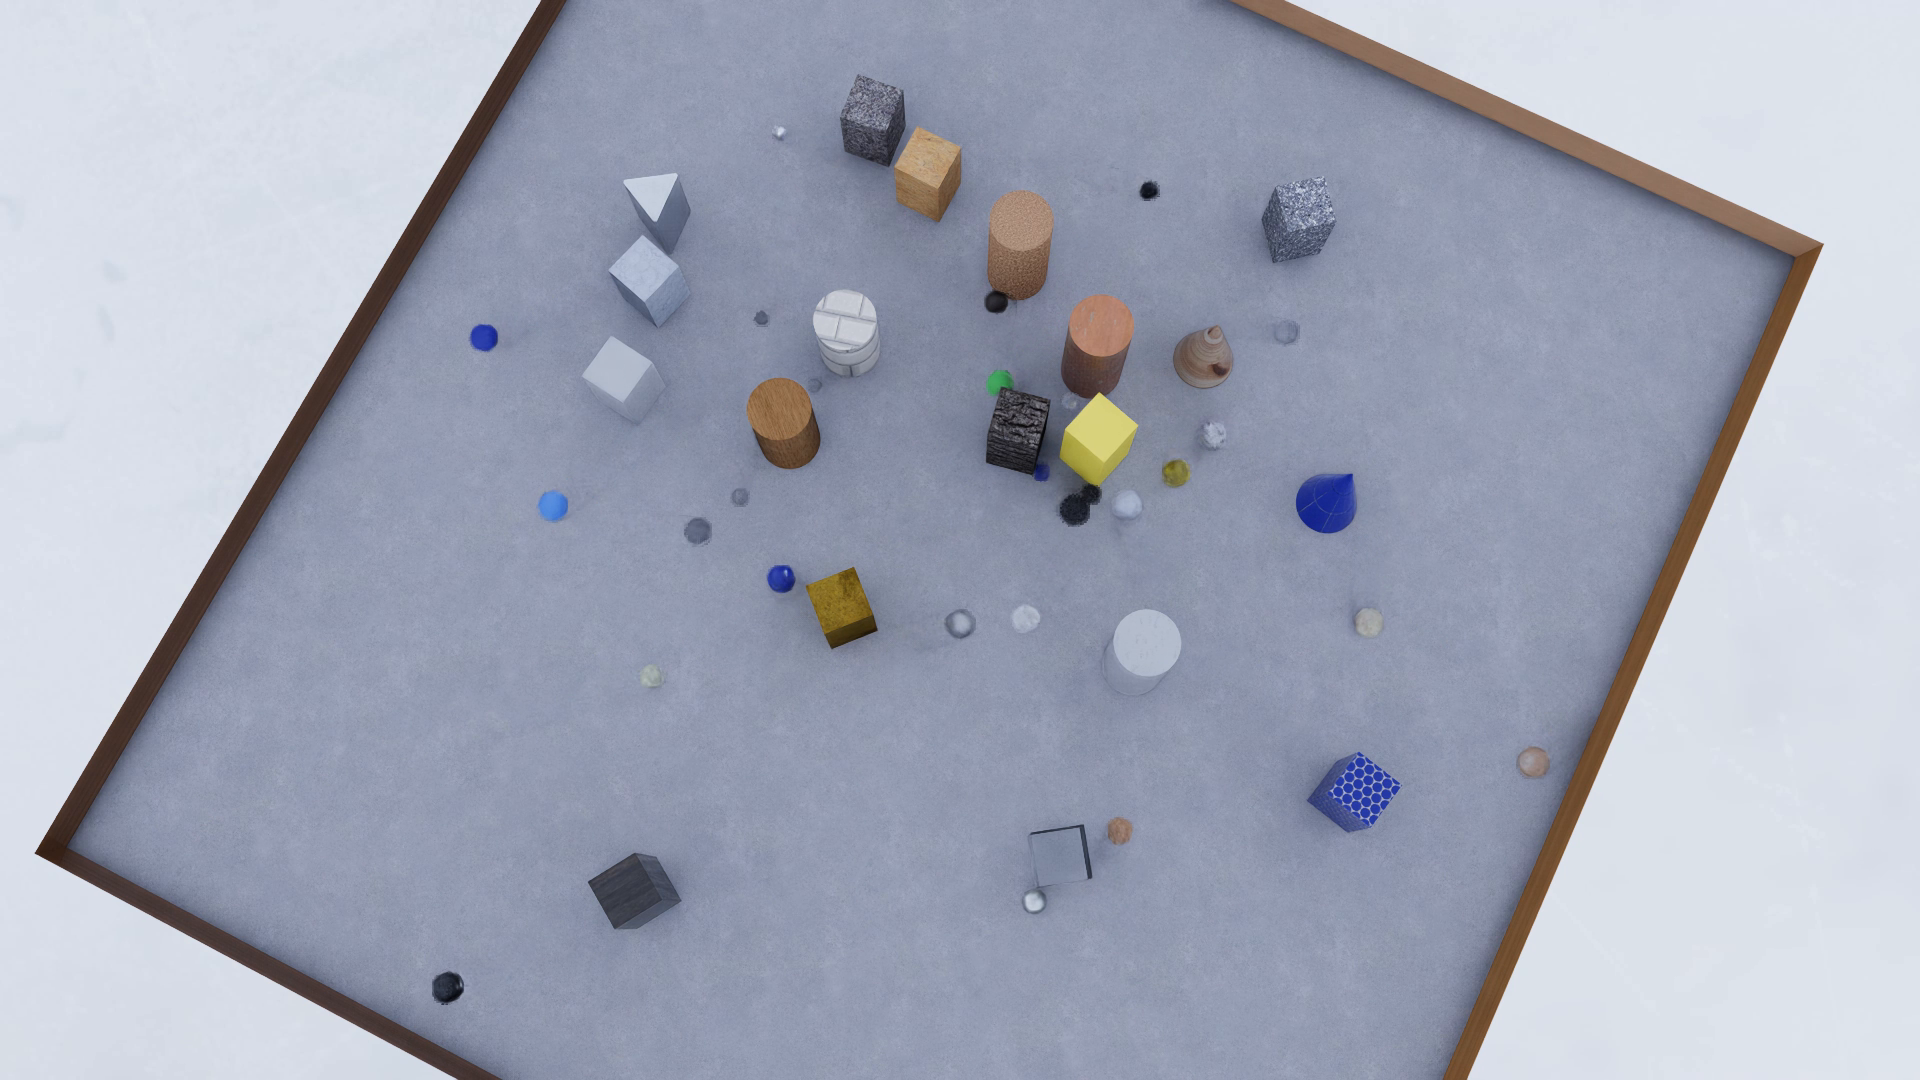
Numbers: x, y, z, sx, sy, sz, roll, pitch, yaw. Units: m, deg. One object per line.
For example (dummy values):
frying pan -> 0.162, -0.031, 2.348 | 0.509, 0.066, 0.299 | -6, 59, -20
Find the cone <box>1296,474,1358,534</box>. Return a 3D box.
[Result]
cone -> 1.128, -0.151, 5.450 | 0.189, 0.387, 0.189 | 0, 78, 0

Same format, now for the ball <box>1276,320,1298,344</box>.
ball -> 1.018, -0.647, 5.714 | 0.071, 0.071, 0.071 | 0, 78, 0

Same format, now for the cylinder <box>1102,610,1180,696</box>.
cylinder -> 0.522, 0.331, 5.323 | 0.189, 0.441, 0.189 | 0, 78, 0

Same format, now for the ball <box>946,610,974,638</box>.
ball -> -0.001, 0.254, 5.520 | 0.086, 0.086, 0.086 | 0, 78, 0

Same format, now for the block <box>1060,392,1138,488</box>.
block -> 0.413, -0.295, 5.507 | 0.151, 0.333, 0.151 | 41, 81, 8

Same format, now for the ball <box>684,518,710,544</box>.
ball -> -0.800, -0.026, 5.581 | 0.080, 0.080, 0.080 | 0, 78, 0

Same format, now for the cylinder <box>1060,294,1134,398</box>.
cylinder -> 0.409, -0.576, 5.512 | 0.189, 0.438, 0.189 | 0, 78, 0

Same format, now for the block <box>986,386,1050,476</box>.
block -> 0.173, -0.324, 5.511 | 0.151, 0.339, 0.151 | 15, 79, 3

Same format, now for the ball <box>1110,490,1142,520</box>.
ball -> 0.508, -0.105, 5.590 | 0.094, 0.094, 0.094 | 0, 78, 0

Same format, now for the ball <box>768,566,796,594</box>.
ball -> -0.540, 0.120, 5.549 | 0.083, 0.083, 0.083 | 0, 78, 0

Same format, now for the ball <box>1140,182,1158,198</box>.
ball -> 0.601, -1.111, 5.818 | 0.054, 0.054, 0.054 | 0, 78, 0

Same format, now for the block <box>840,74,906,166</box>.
block -> -0.272, -1.314, 5.755 | 0.151, 0.261, 0.151 | 20, 79, 4

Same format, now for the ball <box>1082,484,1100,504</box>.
ball -> 0.400, -0.142, 5.617 | 0.057, 0.057, 0.057 | 0, 78, 0

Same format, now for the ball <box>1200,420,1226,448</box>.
ball -> 0.778, -0.325, 5.641 | 0.083, 0.083, 0.083 | 0, 78, 0

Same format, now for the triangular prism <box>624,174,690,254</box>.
triangular prism -> -0.913, -1.037, 5.685 | 0.142, 0.286, 0.164 | -37, 81, -7

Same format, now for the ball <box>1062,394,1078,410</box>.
ball -> 0.340, -0.428, 5.681 | 0.046, 0.046, 0.046 | 0, 78, 0

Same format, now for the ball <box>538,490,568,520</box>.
ball -> -1.241, -0.105, 5.593 | 0.089, 0.089, 0.089 | 0, 78, 0

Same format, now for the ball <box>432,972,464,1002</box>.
ball -> -1.480, 1.294, 5.304 | 0.088, 0.088, 0.088 | 0, 78, 0

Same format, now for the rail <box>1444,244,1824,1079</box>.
rail -> 1.750, 0.863, 5.374 | 0.045, 0.123, 4.065 | 26, 80, 5

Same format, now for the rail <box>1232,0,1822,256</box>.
rail -> 0.898, -1.753, 5.915 | 3.961, 0.123, 0.045 | 26, 80, 5

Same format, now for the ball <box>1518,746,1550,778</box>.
ball -> 1.702, 0.658, 5.433 | 0.093, 0.093, 0.093 | 0, 78, 0

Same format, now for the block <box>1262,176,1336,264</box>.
block -> 1.048, -0.991, 5.683 | 0.151, 0.272, 0.151 | -12, 79, -2

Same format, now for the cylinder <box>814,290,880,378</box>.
cylinder -> -0.343, -0.628, 5.602 | 0.189, 0.284, 0.189 | 0, 78, 0

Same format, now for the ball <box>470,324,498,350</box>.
ball -> -1.480, -0.631, 5.704 | 0.084, 0.084, 0.084 | 0, 78, 0

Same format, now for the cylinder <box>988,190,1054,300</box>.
cylinder -> 0.180, -0.892, 5.579 | 0.189, 0.435, 0.189 | 0, 78, 0

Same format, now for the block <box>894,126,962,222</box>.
block -> -0.098, -1.137, 5.711 | 0.151, 0.274, 0.151 | 27, 80, 5

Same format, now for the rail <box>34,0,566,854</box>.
rail -> -1.750, -0.850, 5.729 | 0.045, 0.123, 4.065 | 26, 80, 5

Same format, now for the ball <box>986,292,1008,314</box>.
ball -> 0.115, -0.743, 5.735 | 0.070, 0.070, 0.070 | 0, 78, 0

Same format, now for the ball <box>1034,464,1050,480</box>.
ball -> 0.253, -0.210, 5.634 | 0.050, 0.050, 0.050 | 0, 78, 0

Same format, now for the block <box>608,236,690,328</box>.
block -> -0.955, -0.795, 5.653 | 0.151, 0.251, 0.151 | 41, 81, 8

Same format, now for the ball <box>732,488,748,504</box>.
ball -> -0.674, -0.134, 5.618 | 0.052, 0.052, 0.052 | 0, 78, 0

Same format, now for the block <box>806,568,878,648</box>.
block -> -0.347, 0.204, 5.420 | 0.151, 0.302, 0.151 | -22, 79, -4

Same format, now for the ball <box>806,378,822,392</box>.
ball -> -0.453, -0.480, 5.693 | 0.045, 0.045, 0.045 | 0, 78, 0

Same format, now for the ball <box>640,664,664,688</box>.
ball -> -0.926, 0.409, 5.495 | 0.072, 0.072, 0.072 | 0, 78, 0

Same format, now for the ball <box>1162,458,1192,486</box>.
ball -> 0.665, -0.206, 5.615 | 0.086, 0.086, 0.086 | 0, 78, 0

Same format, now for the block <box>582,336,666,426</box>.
block -> -1.022, -0.484, 5.586 | 0.151, 0.255, 0.151 | 33, 80, 6

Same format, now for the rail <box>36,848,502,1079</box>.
rail -> -0.898, 1.766, 5.187 | 3.961, 0.123, 0.045 | 26, 80, 5

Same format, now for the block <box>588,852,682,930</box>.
block -> -0.923, 1.003, 5.224 | 0.151, 0.363, 0.151 | -31, 80, -6

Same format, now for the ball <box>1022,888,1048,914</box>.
ball -> 0.218, 1.057, 5.360 | 0.075, 0.075, 0.075 | 0, 78, 0

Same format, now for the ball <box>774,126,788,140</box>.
ball -> -0.574, -1.302, 5.864 | 0.042, 0.042, 0.042 | 0, 78, 0

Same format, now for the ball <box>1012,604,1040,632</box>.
ball -> 0.199, 0.236, 5.526 | 0.081, 0.081, 0.081 | 0, 78, 0

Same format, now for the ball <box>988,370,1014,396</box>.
ball -> 0.125, -0.486, 5.675 | 0.082, 0.082, 0.082 | 0, 78, 0

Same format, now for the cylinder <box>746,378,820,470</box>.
cylinder -> -0.527, -0.347, 5.509 | 0.189, 0.350, 0.189 | 0, 78, 0

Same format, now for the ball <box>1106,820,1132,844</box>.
ball -> 0.470, 0.860, 5.400 | 0.074, 0.074, 0.074 | 0, 78, 0

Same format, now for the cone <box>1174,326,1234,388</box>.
cone -> 0.761, -0.599, 5.564 | 0.189, 0.346, 0.189 | 0, 78, 0

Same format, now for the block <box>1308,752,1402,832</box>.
block -> 1.138, 0.733, 5.305 | 0.151, 0.313, 0.151 | 38, 81, 7

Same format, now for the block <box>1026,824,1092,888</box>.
block -> 0.285, 0.912, 5.274 | 0.151, 0.302, 0.151 | -9, 78, -2

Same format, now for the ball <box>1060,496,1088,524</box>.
ball -> 0.348, -0.092, 5.589 | 0.090, 0.090, 0.090 | 0, 78, 0

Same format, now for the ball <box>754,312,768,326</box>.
ball -> -0.621, -0.694, 5.738 | 0.044, 0.044, 0.044 | 0, 78, 0

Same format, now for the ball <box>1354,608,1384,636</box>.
ball -> 1.234, 0.247, 5.521 | 0.087, 0.087, 0.087 | 0, 78, 0
